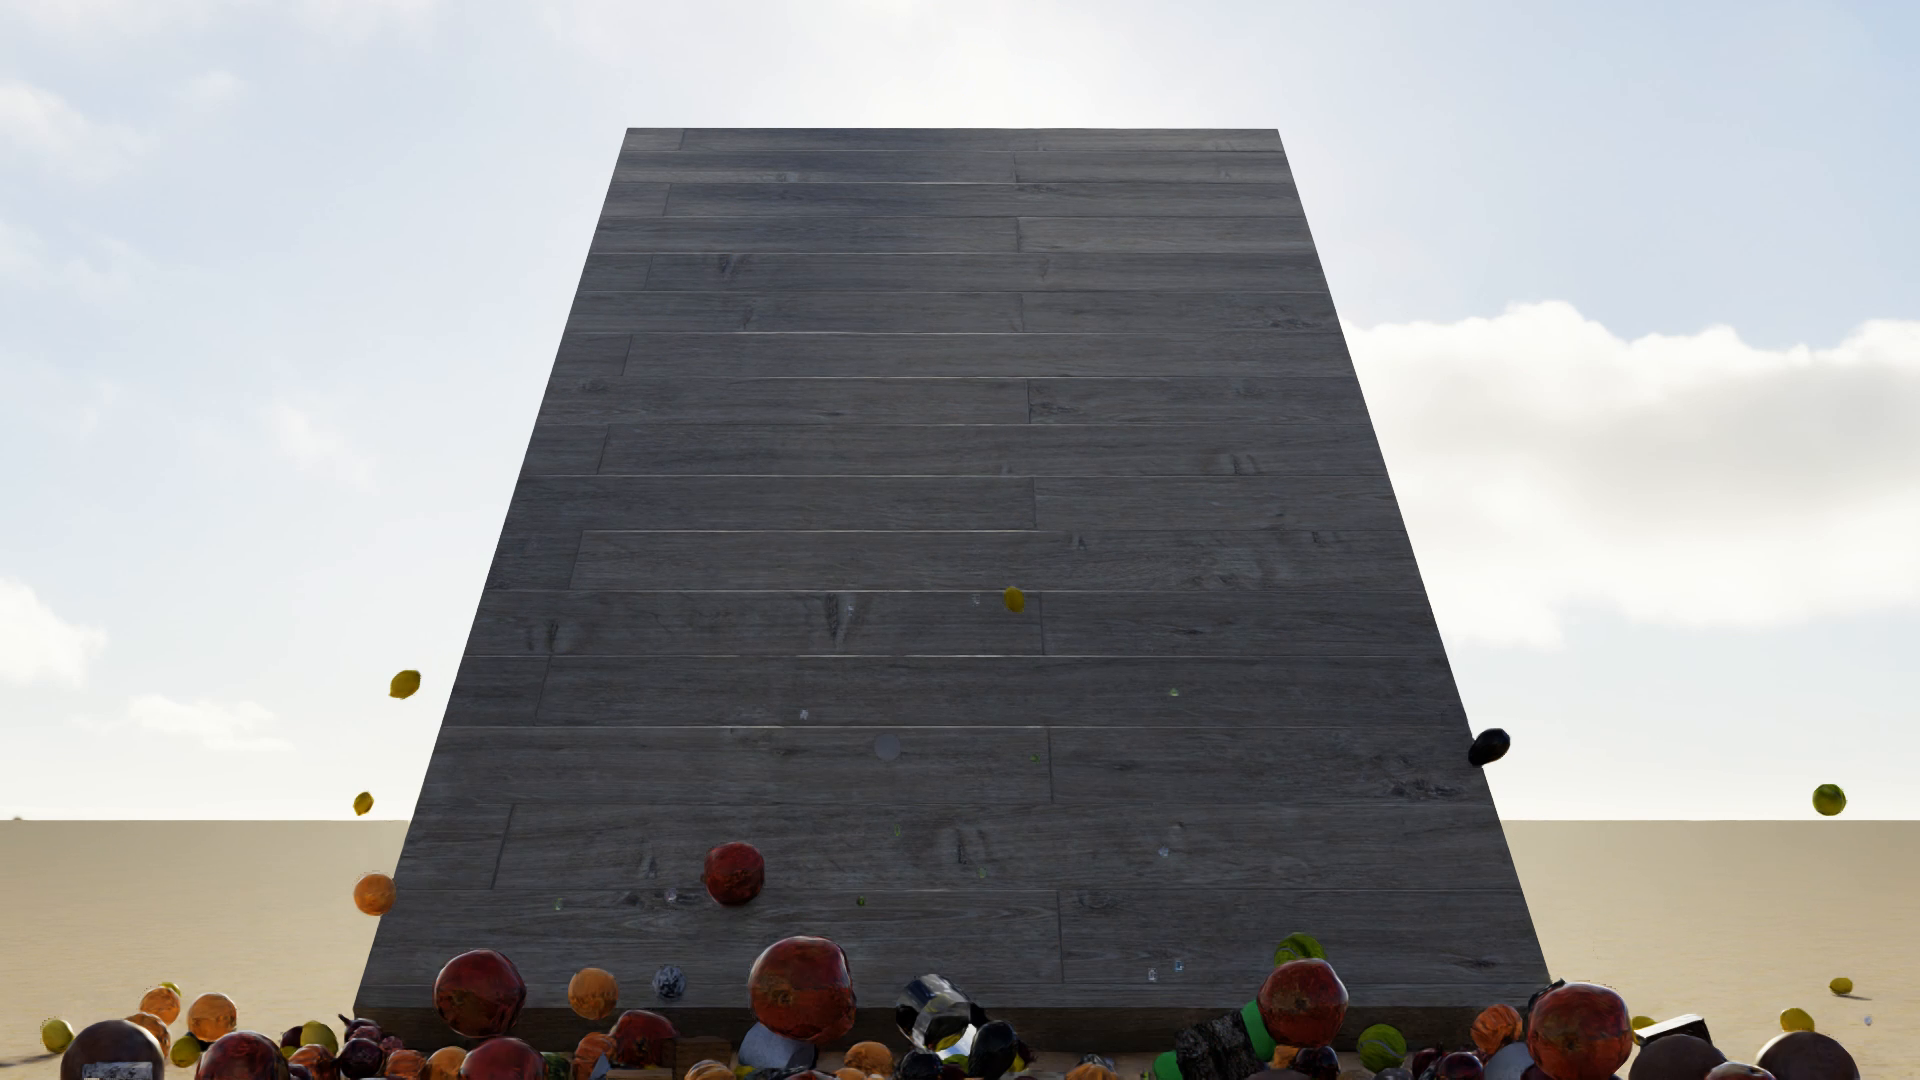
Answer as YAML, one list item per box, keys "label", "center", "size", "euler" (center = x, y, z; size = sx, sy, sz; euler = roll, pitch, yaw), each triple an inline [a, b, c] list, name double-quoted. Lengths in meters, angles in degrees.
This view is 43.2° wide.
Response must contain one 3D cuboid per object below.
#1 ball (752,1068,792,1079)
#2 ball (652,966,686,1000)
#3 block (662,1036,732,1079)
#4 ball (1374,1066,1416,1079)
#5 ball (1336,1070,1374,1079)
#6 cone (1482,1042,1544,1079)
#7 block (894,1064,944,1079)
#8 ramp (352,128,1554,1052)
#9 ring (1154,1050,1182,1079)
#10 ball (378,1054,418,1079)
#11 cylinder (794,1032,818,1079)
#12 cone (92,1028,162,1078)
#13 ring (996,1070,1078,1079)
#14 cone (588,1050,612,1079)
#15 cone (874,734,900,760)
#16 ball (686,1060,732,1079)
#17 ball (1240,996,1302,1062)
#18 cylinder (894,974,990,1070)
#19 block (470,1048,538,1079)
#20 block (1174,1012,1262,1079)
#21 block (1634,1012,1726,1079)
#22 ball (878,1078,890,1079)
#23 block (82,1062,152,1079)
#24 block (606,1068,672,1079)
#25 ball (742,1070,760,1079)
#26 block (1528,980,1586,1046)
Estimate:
- label: "ball"
  center: [-0.252, 0.736, 3.243]
  size: [0.061, 0.061, 0.061]
  euler: [0, -6, 0]
- label: "ball"
  center: [-0.482, 0.736, 4.026]
  size: [0.055, 0.055, 0.055]
  euler: [0, -6, 0]
- label: "block"
  center: [-0.374, 0.749, 3.439]
  size: [0.080, 0.080, 0.080]
  euler: [2, -7, -21]
- label: "ball"
  center: [0.576, 0.730, 3.206]
  size: [0.065, 0.065, 0.065]
  euler: [0, -6, 0]
- label: "ball"
  center: [0.516, 0.725, 3.166]
  size: [0.066, 0.066, 0.066]
  euler: [0, -6, 0]
- label: "cone"
  center: [0.781, 0.755, 3.328]
  size: [0.094, 0.094, 0.094]
  euler: [3, 20, -24]
- label: "block"
  center: [-0.056, 0.744, 3.294]
  size: [0.056, 0.056, 0.056]
  euler: [1, -7, -13]
- label: "ramp"
  center: [-0.014, -0.204, 5.765]
  size: [2.000, 0.100, 4.000]
  euler: [0, 31, 0]
- label: "ring"
  center: [0.358, 0.782, 3.587]
  size: [0.146, 0.049, 0.146]
  euler: [0, -8, 0]
- label: "ball"
  center: [-0.803, 0.765, 3.473]
  size: [0.055, 0.055, 0.055]
  euler: [0, -6, 0]
- label: "cylinder"
  center: [-0.264, 0.778, 3.663]
  size: [0.072, 0.072, 0.072]
  euler: [-3, -7, 26]
- label: "cone"
  center: [-1.188, 0.725, 3.443]
  size: [0.095, 0.095, 0.095]
  euler: [1, -27, -10]
- label: "ring"
  center: [0.106, 0.756, 3.340]
  size: [0.126, 0.042, 0.126]
  euler: [1, -7, 0]
- label: "cone"
  center: [-0.491, 0.740, 3.336]
  size: [0.074, 0.074, 0.074]
  euler: [0, -6, 0]
- label: "cone"
  center: [-0.133, 0.393, 4.638]
  size: [0.052, 0.052, 0.052]
  euler: [-1, 3, 11]
- label: "ball"
  center: [-0.342, 0.740, 3.300]
  size: [0.066, 0.066, 0.066]
  euler: [0, -6, 0]
- label: "ball"
  center: [0.423, 0.670, 3.321]
  size: [0.089, 0.089, 0.089]
  euler: [0, -6, 0]
- label: "cylinder"
  center: [-0.025, 0.676, 3.408]
  size: [0.100, 0.100, 0.100]
  euler: [4, 14, -29]
- label: "block"
  center: [-0.638, 0.748, 3.391]
  size: [0.069, 0.069, 0.069]
  euler: [-2, -7, 15]
- label: "block"
  center: [0.331, 0.671, 3.089]
  size: [0.089, 0.089, 0.089]
  euler: [-19, 13, 7]
- label: "block"
  center: [1.033, 0.739, 3.487]
  size: [0.086, 0.086, 0.086]
  euler: [-19, -7, 3]
- label: "ball"
  center: [-0.099, 0.729, 3.156]
  size: [0.056, 0.056, 0.056]
  euler: [0, -6, 0]
- label: "block"
  center: [-1.063, 0.704, 3.057]
  size: [0.083, 0.083, 0.083]
  euler: [2, -7, -18]
- label: "block"
  center: [-0.396, 0.698, 2.995]
  size: [0.080, 0.080, 0.080]
  euler: [1, -6, -7]
- label: "ball"
  center: [-0.274, 0.748, 3.305]
  size: [0.051, 0.051, 0.051]
  euler: [0, -6, 0]
- label: "block"
  center: [0.840, 0.664, 3.415]
  size: [0.055, 0.055, 0.055]
  euler: [-37, 4, 25]
